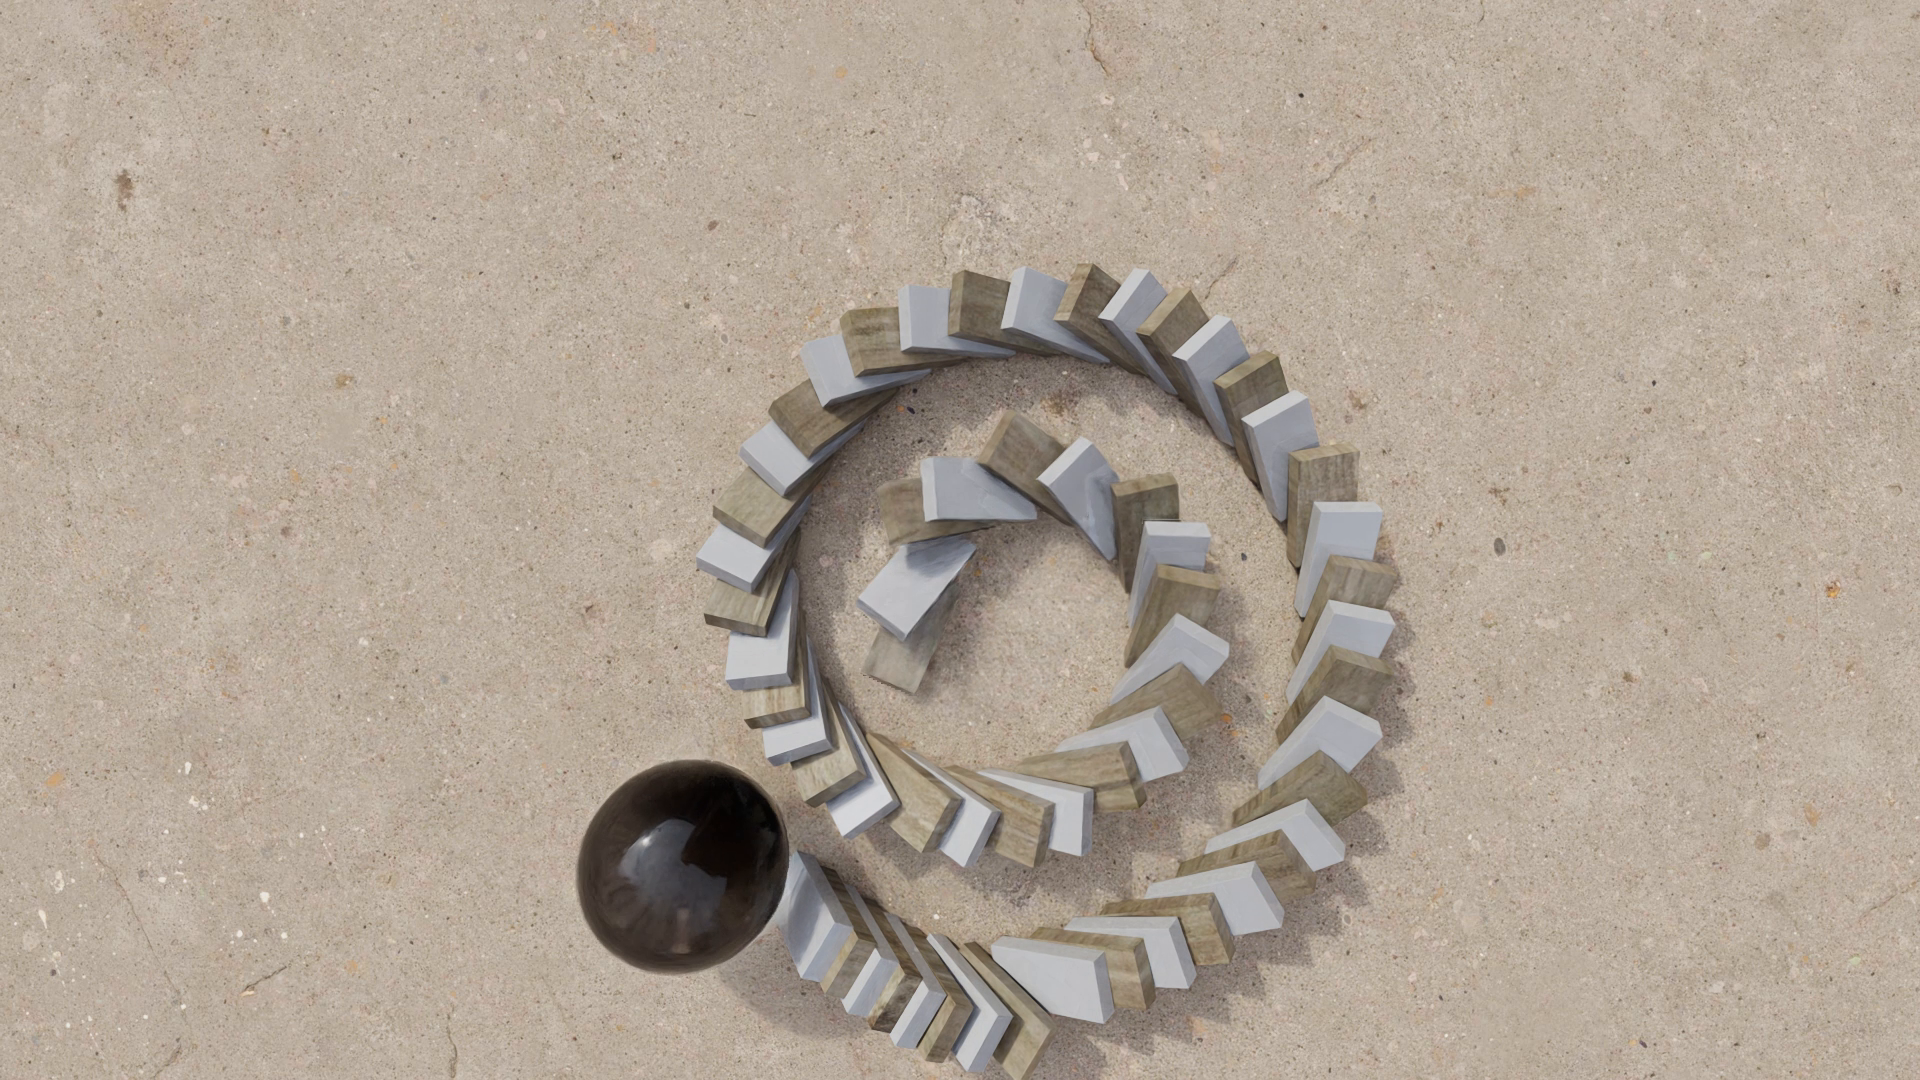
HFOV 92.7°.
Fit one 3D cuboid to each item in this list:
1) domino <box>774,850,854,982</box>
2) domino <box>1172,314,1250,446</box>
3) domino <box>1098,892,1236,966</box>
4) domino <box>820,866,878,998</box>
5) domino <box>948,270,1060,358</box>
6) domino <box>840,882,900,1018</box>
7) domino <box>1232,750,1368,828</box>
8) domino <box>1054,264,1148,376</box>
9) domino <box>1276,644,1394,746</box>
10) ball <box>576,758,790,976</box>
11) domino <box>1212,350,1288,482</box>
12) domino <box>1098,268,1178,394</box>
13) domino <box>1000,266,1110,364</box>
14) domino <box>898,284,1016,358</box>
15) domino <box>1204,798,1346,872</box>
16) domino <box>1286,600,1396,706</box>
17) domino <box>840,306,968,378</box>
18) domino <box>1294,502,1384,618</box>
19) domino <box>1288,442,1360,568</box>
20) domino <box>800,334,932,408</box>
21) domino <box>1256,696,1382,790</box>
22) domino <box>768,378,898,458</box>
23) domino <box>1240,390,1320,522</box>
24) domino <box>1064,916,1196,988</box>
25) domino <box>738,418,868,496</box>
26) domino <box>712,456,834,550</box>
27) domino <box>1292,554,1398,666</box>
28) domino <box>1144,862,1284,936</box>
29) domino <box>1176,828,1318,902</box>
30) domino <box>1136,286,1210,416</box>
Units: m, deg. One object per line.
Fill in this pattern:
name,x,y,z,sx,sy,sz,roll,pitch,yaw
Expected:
domino,-0.062,0.153,0.376,0.010,0.050,0.025,31,90,-31
domino,0.110,-0.066,0.382,0.025,0.009,0.050,-43,124,-3
domino,0.086,0.164,0.383,0.050,0.010,0.025,-21,90,33
domino,-0.053,0.159,0.376,0.009,0.050,0.025,31,90,-31
domino,0.020,-0.094,0.383,0.050,0.010,0.025,5,89,-30
domino,-0.045,0.167,0.376,0.009,0.050,0.025,31,90,-31
domino,0.141,0.112,0.384,0.025,0.010,0.050,41,119,0
domino,0.064,-0.091,0.382,0.050,0.010,0.025,24,90,-36
domino,0.155,0.069,0.382,0.025,0.010,0.050,17,121,-4
ball,-0.108,0.127,0.360,0.080,0.080,0.080,0,90,0
domino,0.126,-0.051,0.382,0.025,0.009,0.050,-32,123,0
domino,0.082,-0.086,0.382,0.050,0.009,0.025,37,88,-35
domino,0.043,-0.093,0.384,0.050,0.009,0.025,13,90,-28
domino,-0.001,-0.091,0.383,0.050,0.009,0.025,-3,89,-30
domino,0.130,0.129,0.382,0.050,0.009,0.025,-39,92,34
domino,0.158,0.050,0.382,0.025,0.010,0.050,11,121,0
domino,-0.023,-0.084,0.382,0.050,0.009,0.025,-13,86,-31
domino,0.158,0.009,0.384,0.025,0.009,0.050,0,117,0
domino,0.152,-0.014,0.384,0.025,0.009,0.050,-10,119,0
domino,-0.039,-0.075,0.383,0.050,0.010,0.025,-23,89,-32
domino,0.149,0.090,0.383,0.025,0.009,0.050,26,120,-1
domino,-0.052,-0.058,0.382,0.025,0.009,0.050,49,57,0
domino,0.137,-0.035,0.383,0.025,0.010,0.050,-29,122,0
domino,0.070,0.171,0.381,0.050,0.009,0.025,-18,91,37
domino,-0.065,-0.043,0.383,0.025,0.010,0.050,44,60,0
domino,-0.077,-0.023,0.382,0.025,0.009,0.050,32,58,3
domino,0.160,0.032,0.385,0.025,0.009,0.050,10,117,0
domino,0.105,0.152,0.381,0.050,0.010,0.025,-28,95,33
domino,0.118,0.140,0.382,0.050,0.010,0.025,-35,94,34
domino,0.096,-0.078,0.381,0.025,0.009,0.050,-49,125,-3
